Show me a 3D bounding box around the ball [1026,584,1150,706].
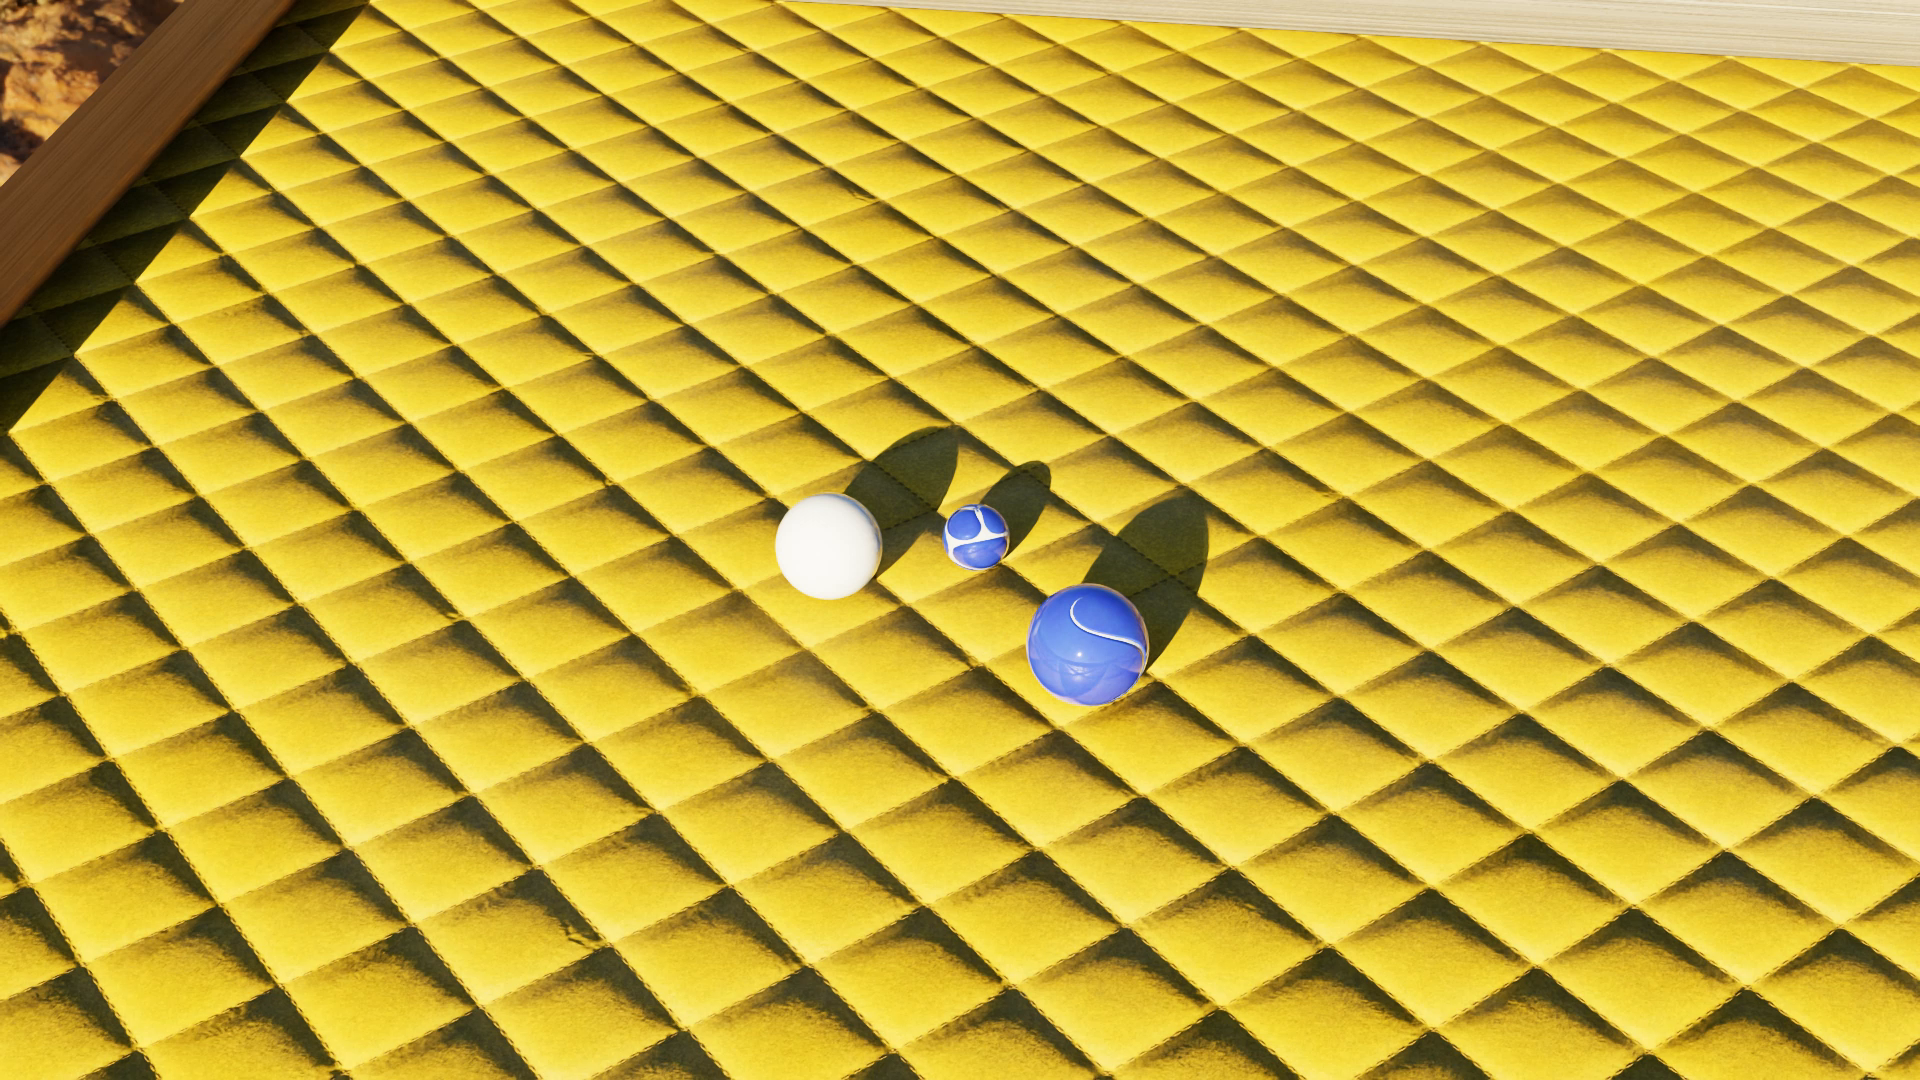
[{"bbox_3d":[0.087,0.072,1.756,0.085,0.085,0.085,0,35,0],"label":"ball"}]

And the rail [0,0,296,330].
[{"bbox_3d":[-0.832,-0.085,1.959,0.045,0.110,2.073,5,35,7],"label":"rail"}]

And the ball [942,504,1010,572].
[{"bbox_3d":[0.012,-0.002,1.893,0.050,0.050,0.050,0,35,0],"label":"ball"}]

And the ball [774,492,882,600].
[{"bbox_3d":[-0.095,0.004,1.859,0.078,0.078,0.078,0,35,0],"label":"ball"}]

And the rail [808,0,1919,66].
[{"bbox_3d":[1.000,-0.518,2.581,3.457,0.110,0.045,5,35,7],"label":"rail"}]
